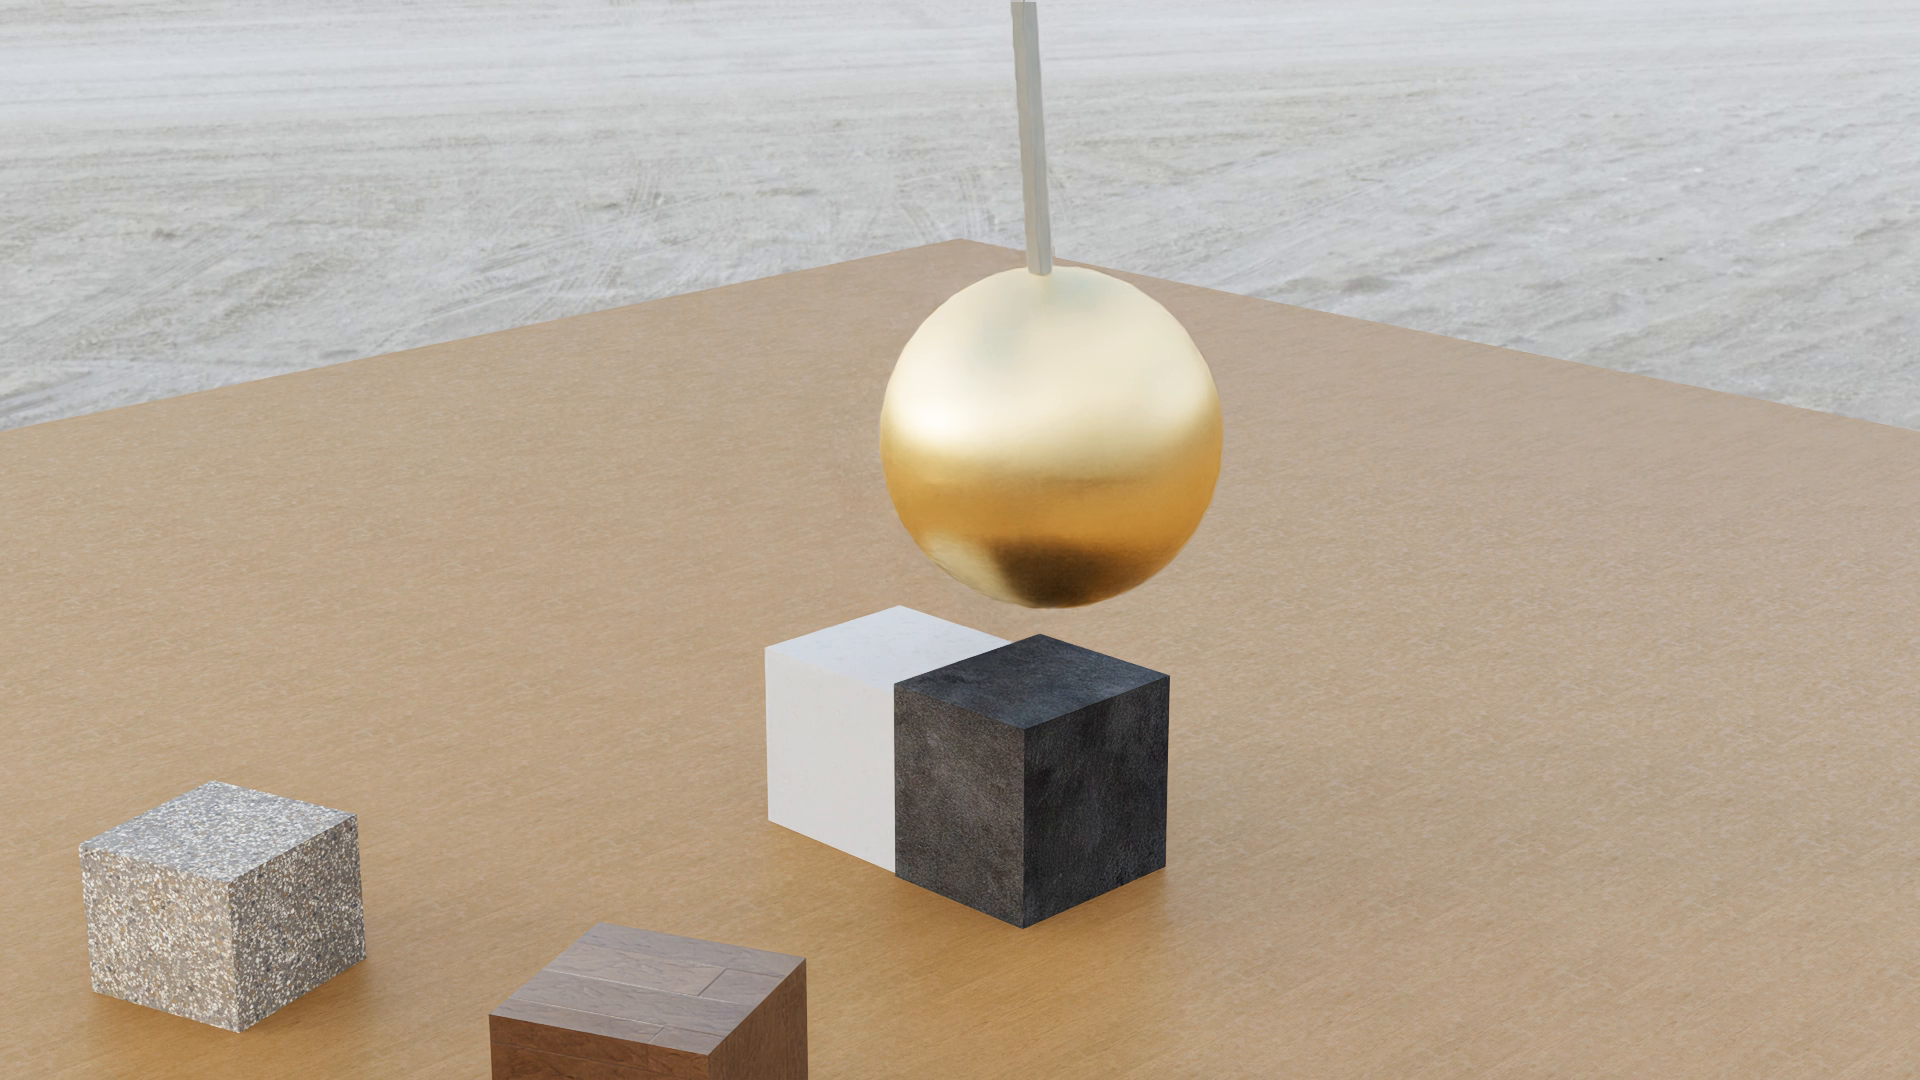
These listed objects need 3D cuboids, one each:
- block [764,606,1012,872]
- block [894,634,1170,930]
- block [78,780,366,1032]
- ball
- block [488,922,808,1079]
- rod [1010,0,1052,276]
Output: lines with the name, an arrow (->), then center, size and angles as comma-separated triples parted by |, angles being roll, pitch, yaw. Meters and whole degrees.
block -> -0.293, 0.926, 13.933 | 0.881, 0.877, 0.891 | -17, 24, -42
block -> 0.326, 1.077, 13.351 | 0.809, 0.940, 0.956 | 17, 24, 42
block -> -3.099, 1.528, 12.368 | 0.802, 0.668, 0.801 | 9, 20, 27
ball -> 0.423, -0.477, 13.635 | 1.600, 1.600, 1.600 | 0, 17, 0
block -> -1.125, 1.981, 10.781 | 0.866, 0.757, 0.832 | 7, 19, 20
rod -> 0.183, -3.633, 12.392 | 0.080, 5.200, 0.080 | 17, 30, 42
